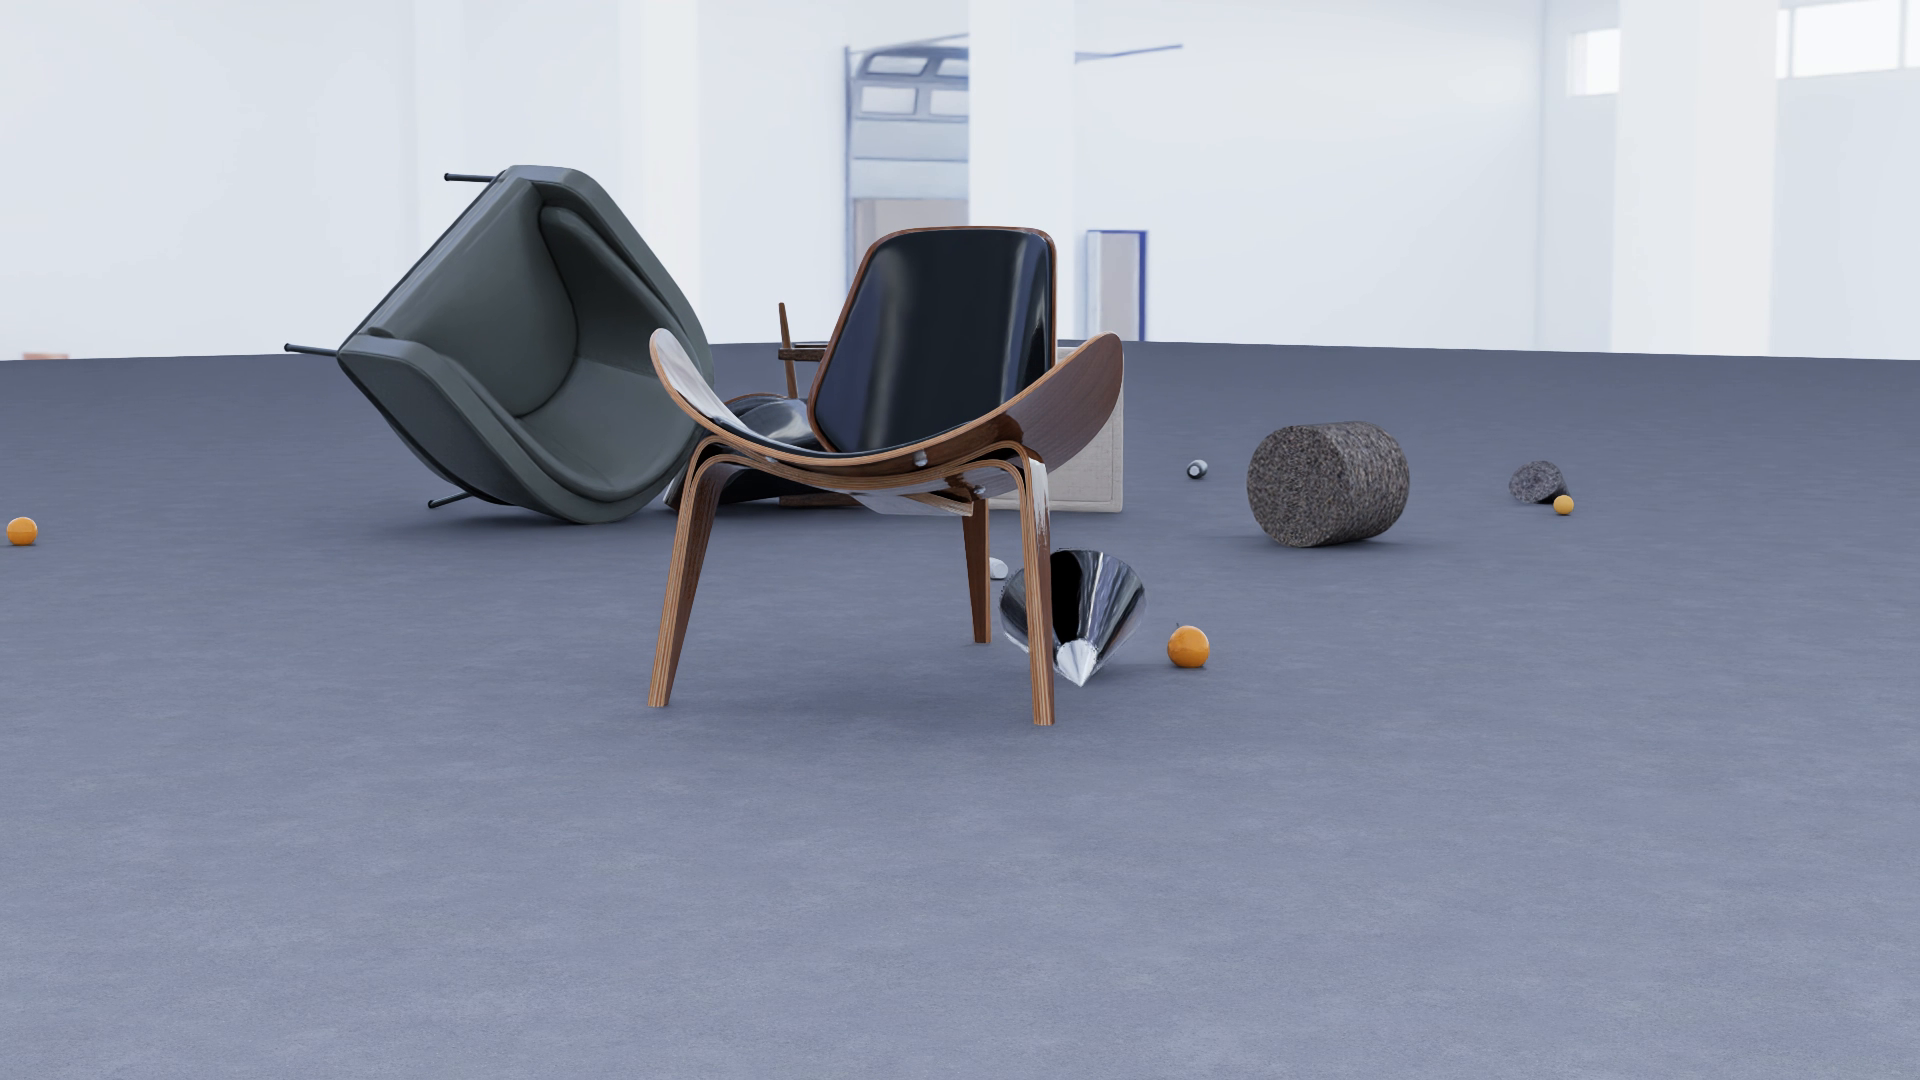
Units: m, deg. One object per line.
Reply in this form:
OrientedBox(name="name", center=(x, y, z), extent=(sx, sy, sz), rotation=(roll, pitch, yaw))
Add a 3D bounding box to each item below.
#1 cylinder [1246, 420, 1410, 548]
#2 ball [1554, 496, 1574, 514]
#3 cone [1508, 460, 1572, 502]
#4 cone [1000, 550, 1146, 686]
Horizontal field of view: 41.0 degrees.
OrientedBox(name="cylinder", center=(0.909, -0.140, 6.329), extent=(0.296, 0.297, 0.278), rotation=(-29, -14, 39))
OrientedBox(name="ball", center=(1.666, -0.096, 7.080), extent=(0.055, 0.055, 0.055), rotation=(0, 6, 0))
OrientedBox(name="cone", center=(1.738, -0.143, 7.512), extent=(0.145, 0.130, 0.260), rotation=(24, -5, -20))
OrientedBox(name="cone", center=(0.192, 0.174, 4.214), extent=(0.248, 0.230, 0.223), rotation=(-19, 32, 11))
